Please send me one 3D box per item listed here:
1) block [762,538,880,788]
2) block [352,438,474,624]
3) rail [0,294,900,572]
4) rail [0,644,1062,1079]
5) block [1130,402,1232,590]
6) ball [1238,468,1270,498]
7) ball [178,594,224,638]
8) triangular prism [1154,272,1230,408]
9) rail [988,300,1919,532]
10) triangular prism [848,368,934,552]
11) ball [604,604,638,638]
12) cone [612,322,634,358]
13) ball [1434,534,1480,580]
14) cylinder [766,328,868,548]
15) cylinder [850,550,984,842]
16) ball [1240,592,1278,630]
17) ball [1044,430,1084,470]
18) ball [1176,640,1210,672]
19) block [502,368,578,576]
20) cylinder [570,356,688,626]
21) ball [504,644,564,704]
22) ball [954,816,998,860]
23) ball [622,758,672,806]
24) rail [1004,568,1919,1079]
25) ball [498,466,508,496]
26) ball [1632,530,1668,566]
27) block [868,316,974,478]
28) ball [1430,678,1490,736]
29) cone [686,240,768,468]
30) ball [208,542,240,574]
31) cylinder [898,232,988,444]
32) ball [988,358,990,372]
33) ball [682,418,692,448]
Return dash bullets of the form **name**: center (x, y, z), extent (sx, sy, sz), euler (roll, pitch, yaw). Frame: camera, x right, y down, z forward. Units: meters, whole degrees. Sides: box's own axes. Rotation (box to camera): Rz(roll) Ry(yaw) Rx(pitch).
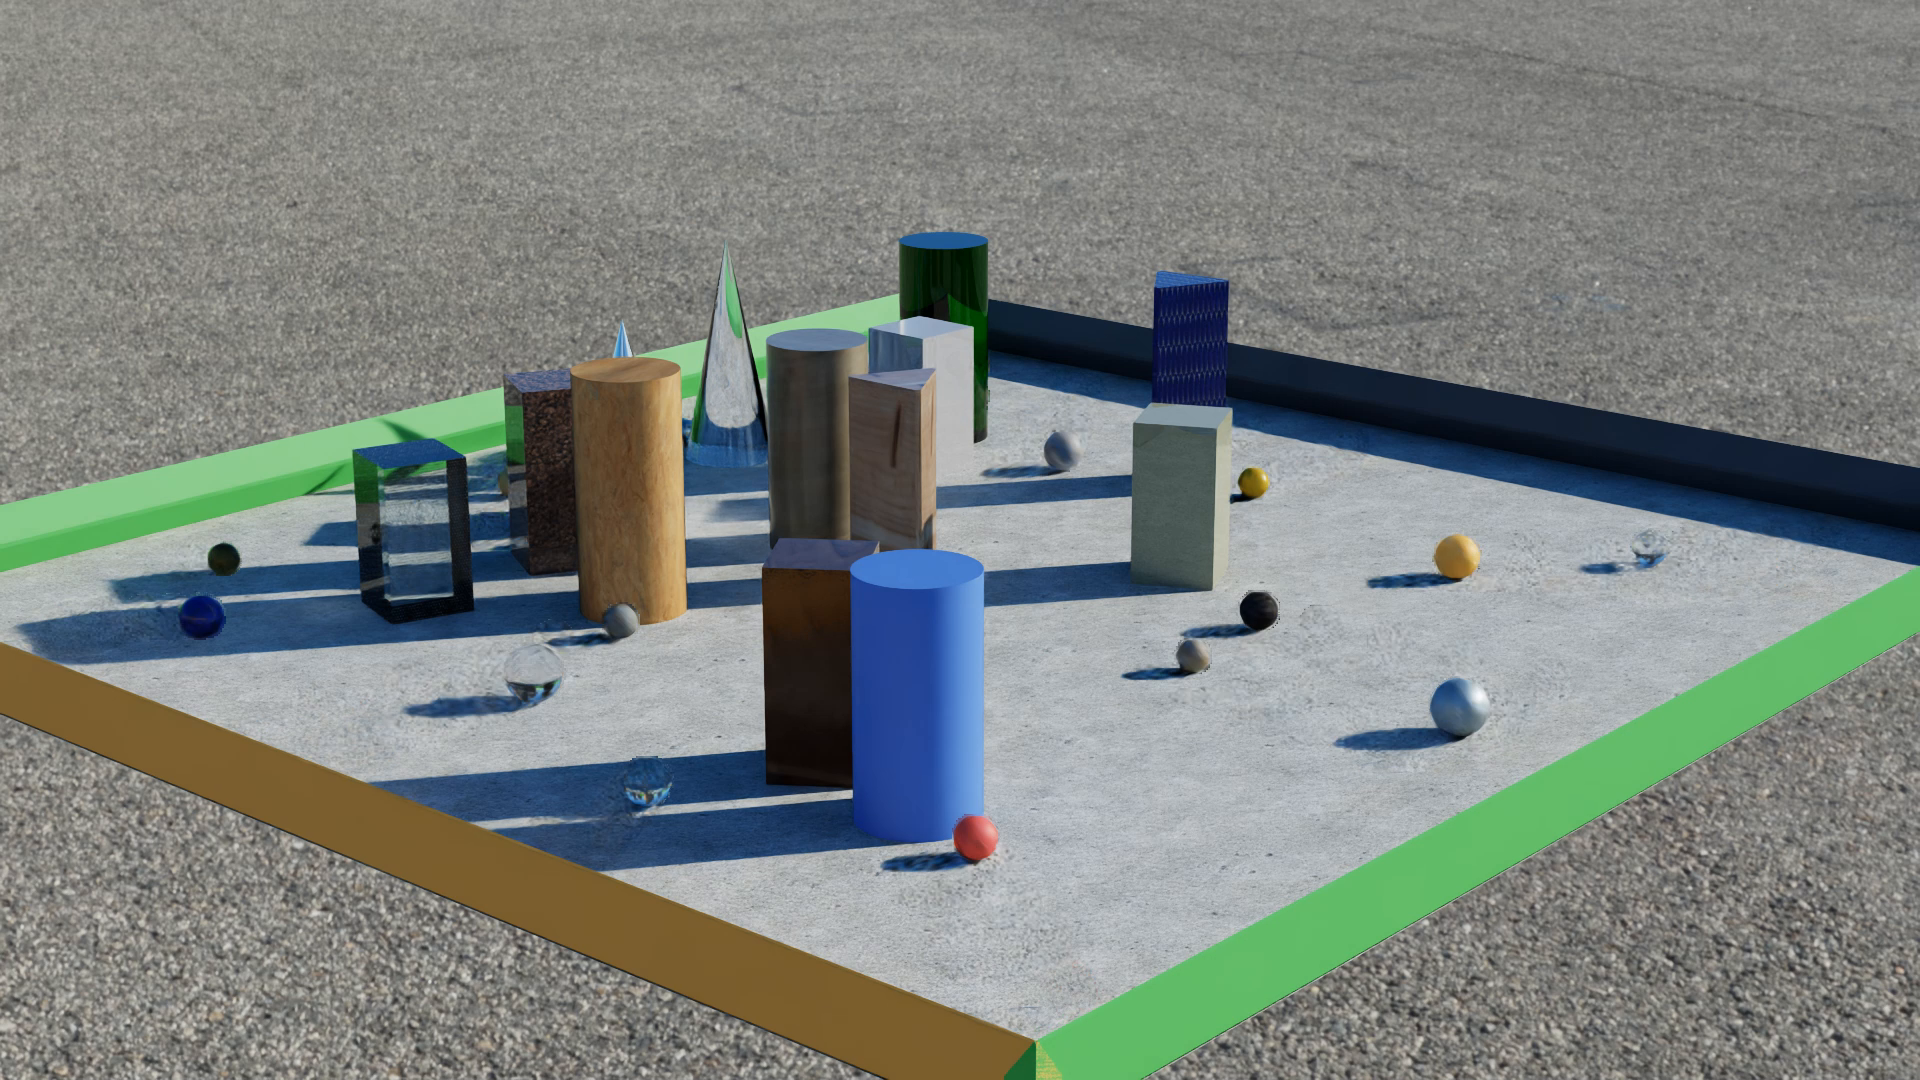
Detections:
- **block**: center (-0.200, 0.178, 4.272), extent (0.148, 0.330, 0.148), euler (2, 17, 6)
- **block**: center (-0.935, -0.017, 5.015), extent (0.148, 0.273, 0.148), euler (-10, 20, -30)
- **rail**: center (-1.014, -0.225, 5.964), extent (0.045, 0.120, 2.895), euler (14, 22, 39)
- **rail**: center (-0.934, 0.342, 4.092), extent (2.734, 0.120, 0.045), euler (14, 22, 39)
- **block**: center (0.391, -0.078, 5.181), extent (0.148, 0.294, 0.148), euler (5, 17, 15)
- **ball**: center (0.571, -0.112, 5.696), extent (0.060, 0.060, 0.060), euler (0, 17, 0)
- **ball**: center (-1.264, 0.127, 4.885), extent (0.073, 0.073, 0.073), euler (0, 17, 0)
- **triangular prism**: center (0.419, -0.313, 5.754), extent (0.160, 0.412, 0.138), euler (-8, 18, -23)
- **rail**: center (0.934, -0.281, 6.150), extent (2.734, 0.120, 0.045), euler (14, 22, 39)
- **triangular prism**: center (-0.089, -0.112, 5.170), extent (0.160, 0.366, 0.138), euler (13, 21, 37)
- **ball**: center (-0.565, 0.136, 4.884), extent (0.057, 0.057, 0.057), euler (0, 17, 0)
- **cone**: center (-0.665, -0.282, 5.812), extent (0.185, 0.319, 0.185), euler (0, 17, 0)
- **ball**: center (0.881, 0.030, 5.196), extent (0.079, 0.079, 0.079), euler (0, 17, 0)
- **cylinder**: center (-0.258, -0.177, 5.348), extent (0.185, 0.386, 0.185), euler (0, 17, 0)
- **cylinder**: center (-0.059, 0.215, 4.084), extent (0.185, 0.368, 0.185), euler (0, 17, 0)
- **ball**: center (0.502, 0.118, 4.927), extent (0.065, 0.065, 0.065), euler (0, 17, 0)
- **ball**: center (0.207, -0.179, 5.886), extent (0.080, 0.080, 0.080), euler (0, 17, 0)
- **ball**: center (0.375, 0.187, 4.721), extent (0.054, 0.054, 0.054), euler (0, 17, 0)
- **block**: center (-0.723, -0.124, 5.262), extent (0.148, 0.335, 0.148), euler (-6, 18, -20)
- **cylinder**: center (-0.561, -0.084, 4.979), extent (0.185, 0.423, 0.185), euler (0, 17, 0)
- **ball**: center (-0.667, 0.209, 4.581), extent (0.092, 0.092, 0.092), euler (0, 17, 0)
- **ball**: center (0.021, 0.405, 3.988), extent (0.061, 0.061, 0.061), euler (0, 17, 0)
- **ball**: center (-0.446, 0.344, 4.173), extent (0.070, 0.070, 0.070), euler (0, 17, 0)
- **rail**: center (1.014, 0.285, 4.278), extent (0.045, 0.120, 2.895), euler (14, 22, 39)
- **ball**: center (-0.868, -0.114, 5.699), extent (0.063, 0.063, 0.063), euler (0, 17, 0)
- **ball**: center (1.240, 0.015, 5.269), extent (0.064, 0.064, 0.064), euler (0, 17, 0)
- **block**: center (-0.077, -0.285, 5.872), extent (0.148, 0.289, 0.148), euler (15, 22, 40)
- **ball**: center (0.757, 0.253, 4.440), extent (0.089, 0.089, 0.089), euler (0, 17, 0)
- **cone**: center (-0.468, -0.391, 5.936), extent (0.185, 0.456, 0.185), euler (0, 17, 0)
- **ball**: center (-1.311, 0.033, 5.220), extent (0.058, 0.058, 0.058), euler (0, 17, 0)
- **cylinder**: center (-0.034, -0.418, 6.096), extent (0.185, 0.415, 0.185), euler (0, 17, 0)
- **ball**: center (0.026, -0.392, 6.579), extent (0.085, 0.085, 0.085), euler (0, 17, 0)
- **ball**: center (-0.569, -0.220, 6.052), extent (0.061, 0.061, 0.061), euler (0, 17, 0)
